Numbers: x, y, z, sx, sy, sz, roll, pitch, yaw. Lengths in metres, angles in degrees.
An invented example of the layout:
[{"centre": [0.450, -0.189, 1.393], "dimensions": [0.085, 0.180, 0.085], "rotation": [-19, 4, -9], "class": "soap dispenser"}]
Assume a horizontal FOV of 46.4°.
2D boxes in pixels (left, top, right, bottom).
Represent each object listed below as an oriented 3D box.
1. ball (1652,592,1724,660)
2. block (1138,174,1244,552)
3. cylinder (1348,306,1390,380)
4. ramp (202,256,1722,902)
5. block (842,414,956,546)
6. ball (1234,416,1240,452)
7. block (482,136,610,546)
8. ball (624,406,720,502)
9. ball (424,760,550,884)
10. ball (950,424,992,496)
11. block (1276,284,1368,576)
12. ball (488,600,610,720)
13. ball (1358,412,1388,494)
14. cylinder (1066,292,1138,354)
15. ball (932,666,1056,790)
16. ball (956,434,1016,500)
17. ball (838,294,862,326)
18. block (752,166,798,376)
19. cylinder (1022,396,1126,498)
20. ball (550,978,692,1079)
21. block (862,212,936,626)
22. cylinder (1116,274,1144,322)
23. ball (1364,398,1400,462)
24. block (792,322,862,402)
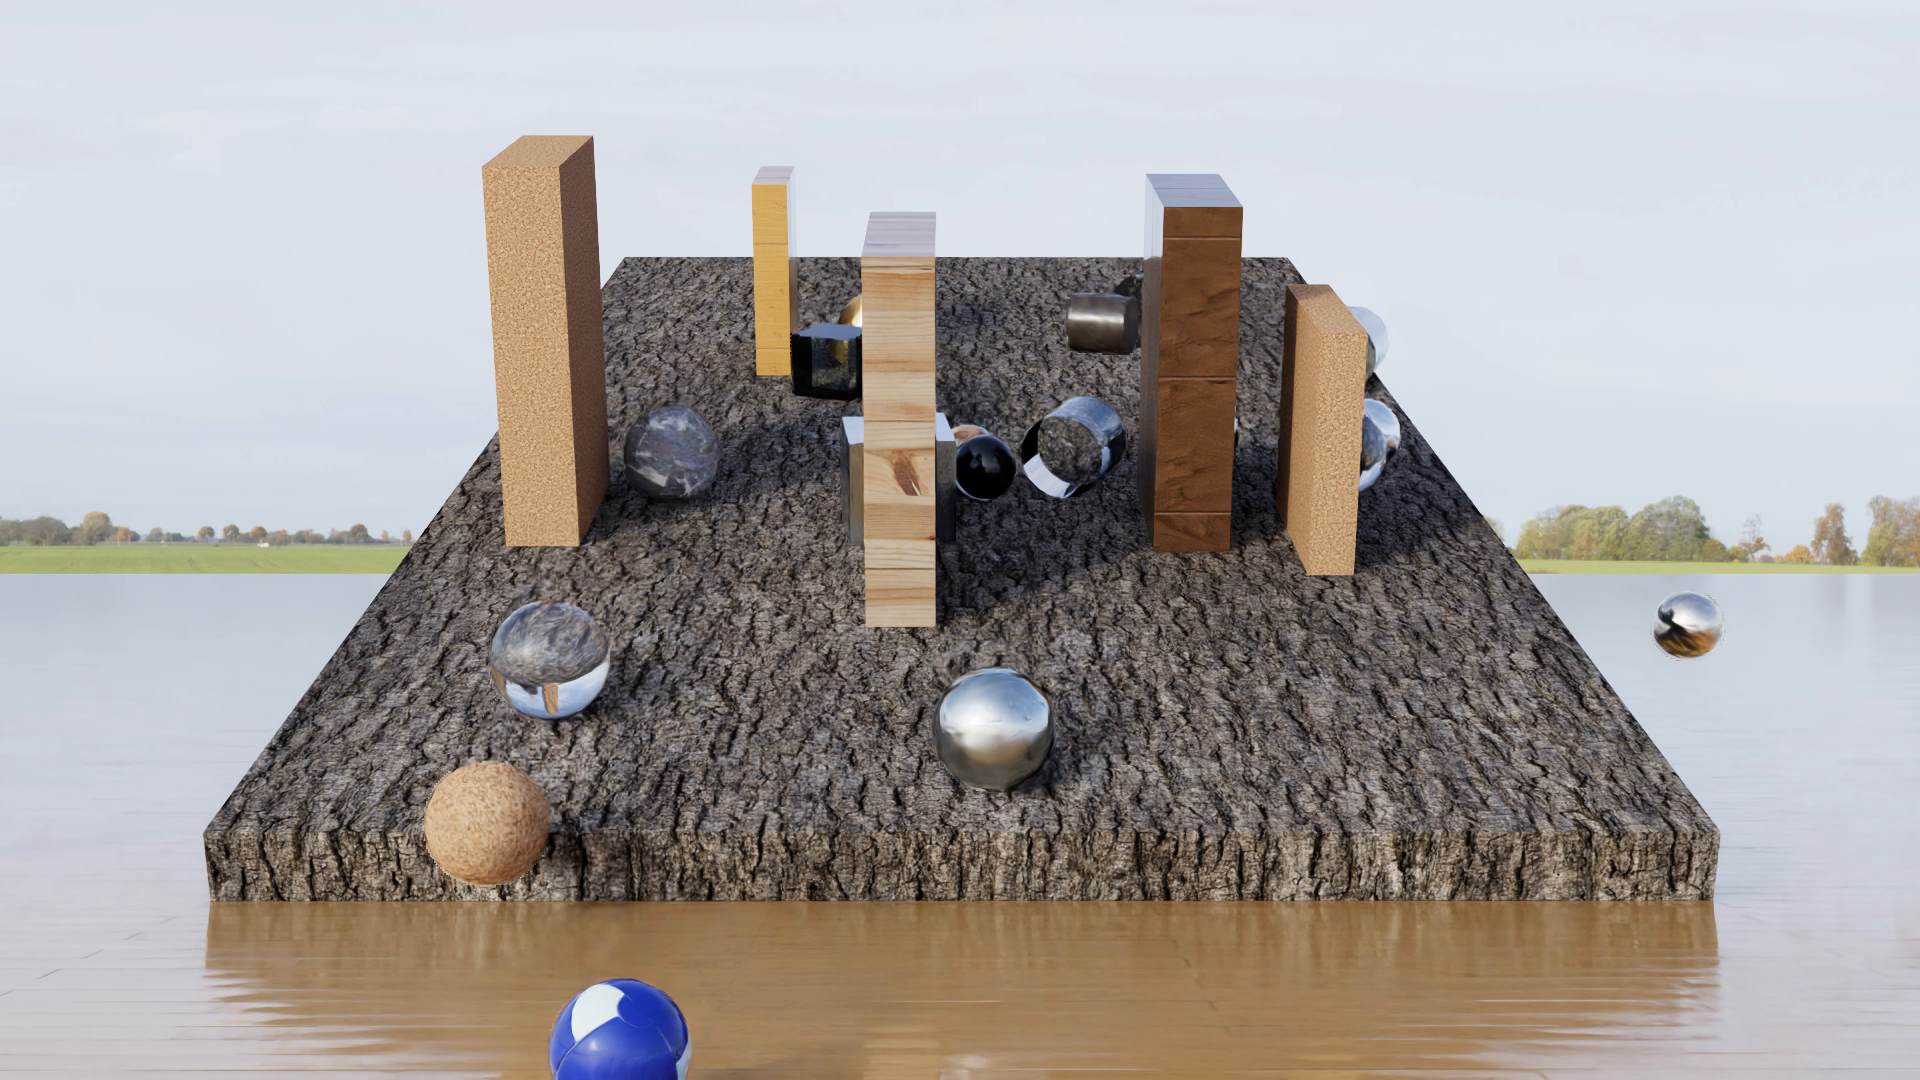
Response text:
[{"centre": [1.337, 0.157, 4.111], "dimensions": [0.125, 0.125, 0.125], "rotation": [0, -1, 0], "class": "ball"}, {"centre": [0.420, -0.335, 4.146], "dimensions": [0.138, 0.628, 0.373], "rotation": [0, 18, 0], "class": "block"}, {"centre": [0.907, -0.449, 5.242], "dimensions": [0.167, 0.167, 0.167], "rotation": [0, 17, 21], "class": "cylinder"}, {"centre": [-0.004, -0.187, 4.864], "dimensions": [2.000, 0.100, 4.000], "rotation": [0, 18, 0], "class": "ramp"}, {"centre": [-0.115, -0.114, 4.166], "dimensions": [0.194, 0.194, 0.194], "rotation": [-2, 18, -7], "class": "block"}, {"centre": [0.463, -0.215, 4.482], "dimensions": [0.191, 0.191, 0.191], "rotation": [0, -1, 0], "class": "ball"}, {"centre": [-0.763, -0.379, 4.172], "dimensions": [0.134, 0.693, 0.394], "rotation": [0, 18, 0], "class": "block"}, {"centre": [-0.559, -0.167, 4.341], "dimensions": [0.185, 0.185, 0.185], "rotation": [0, -1, 0], "class": "ball"}, {"centre": [-0.593, 0.354, 2.807], "dimensions": [0.154, 0.154, 0.154], "rotation": [0, -1, 0], "class": "ball"}, {"centre": [0.015, -0.155, 4.379], "dimensions": [0.141, 0.141, 0.141], "rotation": [0, -1, 0], "class": "ball"}, {"centre": [0.653, -0.209, 4.072], "dimensions": [0.080, 0.435, 0.415], "rotation": [0, 18, 0], "class": "block"}, {"centre": [-0.605, 0.177, 3.299], "dimensions": [0.177, 0.177, 0.177], "rotation": [0, -1, 0], "class": "ball"}, {"centre": [0.745, -0.173, 4.377], "dimensions": [0.178, 0.178, 0.178], "rotation": [0, -1, 0], "class": "ball"}, {"centre": [0.354, -0.537, 5.545], "dimensions": [0.144, 0.144, 0.144], "rotation": [6, 1, 19], "class": "cylinder"}, {"centre": [0.047, 0.258, 3.065], "dimensions": [0.169, 0.169, 0.169], "rotation": [0, -1, 0], "class": "ball"}, {"centre": [0.045, -0.138, 4.250], "dimensions": [0.125, 0.125, 0.125], "rotation": [0, -1, 0], "class": "ball"}, {"centre": [-0.207, -0.510, 5.404], "dimensions": [0.179, 0.179, 0.179], "rotation": [0, -1, 0], "class": "ball"}, {"centre": [-0.444, -0.653, 5.400], "dimensions": [0.082, 0.454, 0.288], "rotation": [0, 18, 0], "class": "block"}, {"centre": [0.226, -0.185, 4.432], "dimensions": [0.165, 0.165, 0.165], "rotation": [0, 16, 21], "class": "cylinder"}, {"centre": [-0.273, 0.409, 1.797], "dimensions": [0.113, 0.113, 0.113], "rotation": [0, -1, 0], "class": "ball"}, {"centre": [-0.098, -0.214, 3.791], "dimensions": [0.115, 0.616, 0.415], "rotation": [0, 18, 0], "class": "block"}, {"centre": [0.492, -0.647, 5.929], "dimensions": [0.117, 0.117, 0.117], "rotation": [0, 14, 36], "class": "cylinder"}, {"centre": [0.823, -0.215, 4.554], "dimensions": [0.147, 0.147, 0.147], "rotation": [0, -1, 0], "class": "ball"}, {"centre": [-0.288, -0.411, 5.160], "dimensions": [0.143, 0.143, 0.143], "rotation": [8, 20, 23], "class": "block"}]
